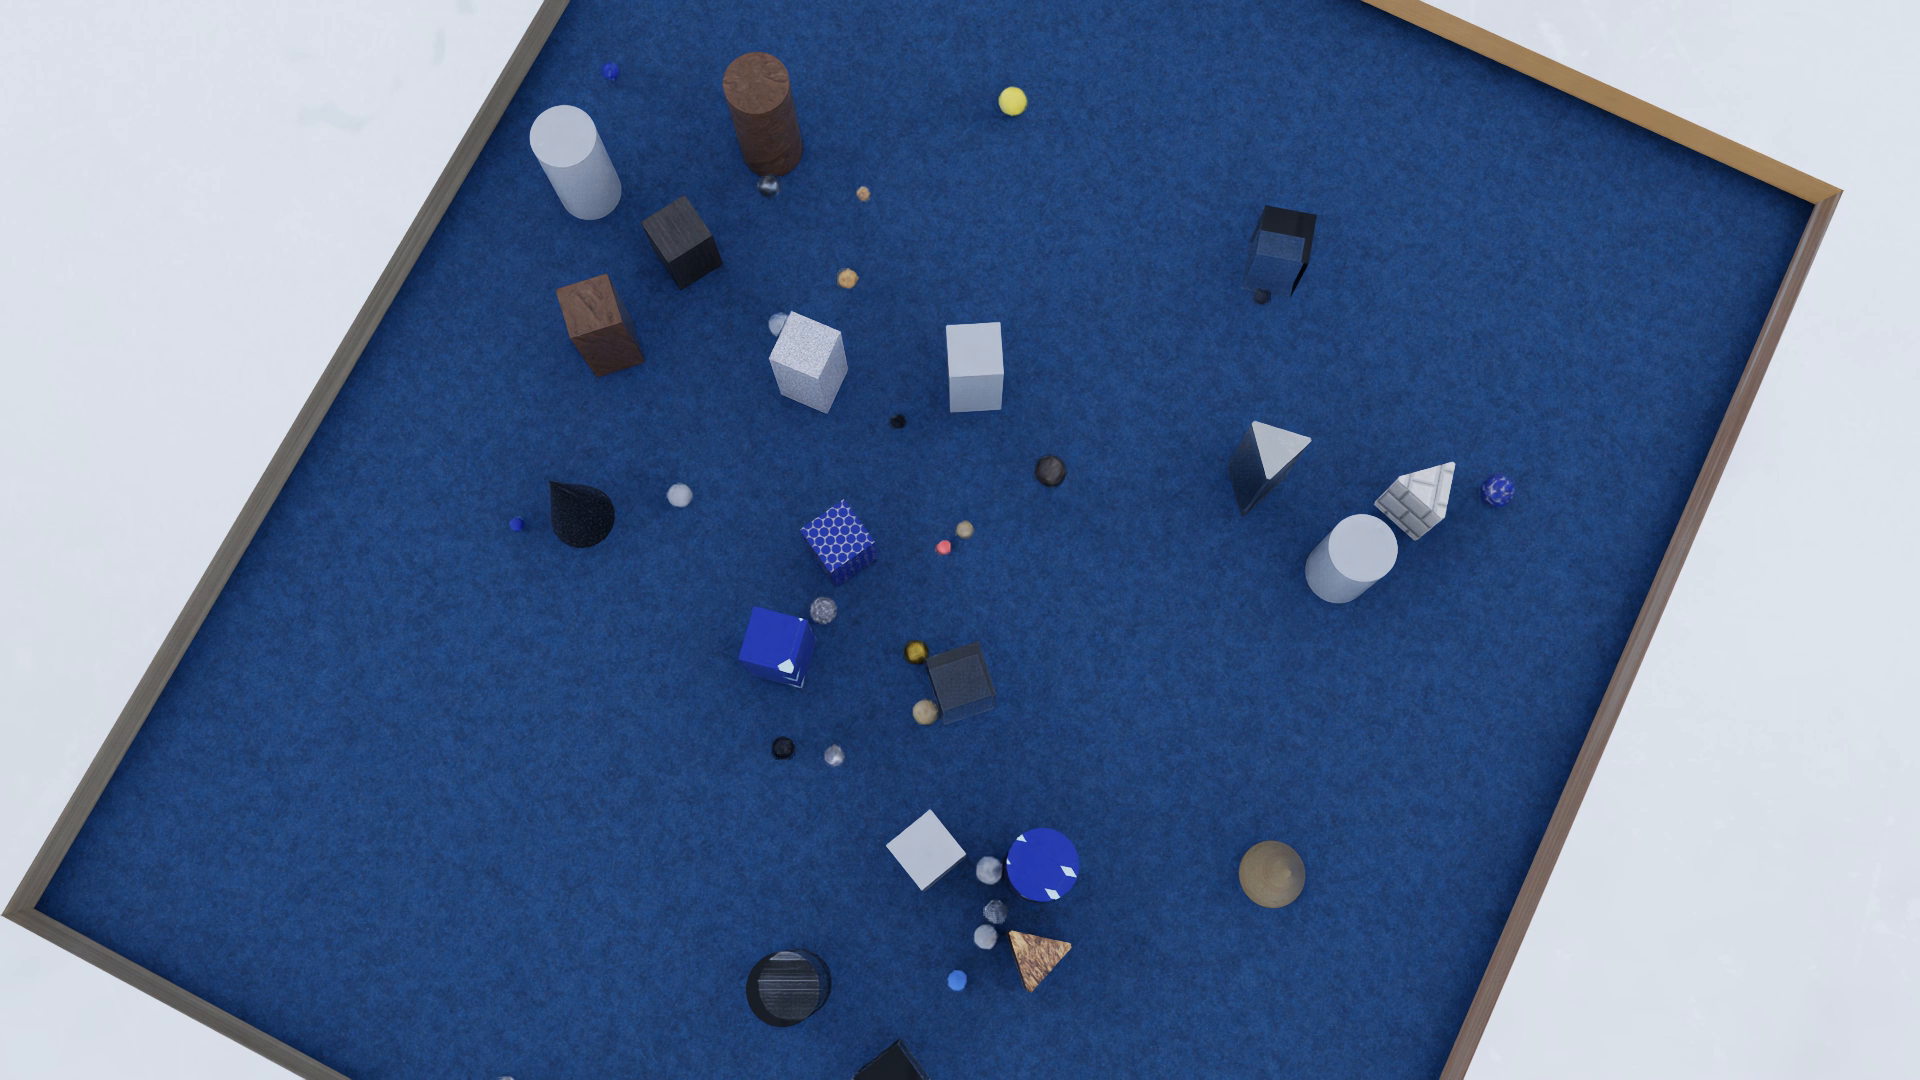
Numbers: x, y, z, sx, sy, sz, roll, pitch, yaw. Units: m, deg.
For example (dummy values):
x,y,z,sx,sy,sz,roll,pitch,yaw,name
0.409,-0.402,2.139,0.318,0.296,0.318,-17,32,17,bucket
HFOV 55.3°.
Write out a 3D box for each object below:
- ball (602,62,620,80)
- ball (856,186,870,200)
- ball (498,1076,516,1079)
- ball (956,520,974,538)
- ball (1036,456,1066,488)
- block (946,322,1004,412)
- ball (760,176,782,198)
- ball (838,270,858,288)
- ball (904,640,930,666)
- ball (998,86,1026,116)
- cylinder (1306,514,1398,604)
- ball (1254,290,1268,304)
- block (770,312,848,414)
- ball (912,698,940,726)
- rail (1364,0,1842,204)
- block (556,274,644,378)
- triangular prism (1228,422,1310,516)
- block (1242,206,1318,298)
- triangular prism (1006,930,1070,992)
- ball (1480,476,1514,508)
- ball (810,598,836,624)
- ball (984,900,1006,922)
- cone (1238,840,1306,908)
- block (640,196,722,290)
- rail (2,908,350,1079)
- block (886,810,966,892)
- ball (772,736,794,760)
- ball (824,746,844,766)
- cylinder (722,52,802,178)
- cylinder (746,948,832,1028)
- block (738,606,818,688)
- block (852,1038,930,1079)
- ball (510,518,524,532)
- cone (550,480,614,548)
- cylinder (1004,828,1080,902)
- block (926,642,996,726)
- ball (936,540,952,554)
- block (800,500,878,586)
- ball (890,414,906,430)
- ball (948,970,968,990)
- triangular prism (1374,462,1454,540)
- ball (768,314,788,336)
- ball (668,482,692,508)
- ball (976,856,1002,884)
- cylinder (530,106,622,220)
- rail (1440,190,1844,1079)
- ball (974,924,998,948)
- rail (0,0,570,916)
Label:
x,y,z,sx,sy,sz,roll,pitch,yaw,name
-1.124,-1.510,5.902,0.054,0.054,0.054,0,78,0,ball
-0.308,-1.102,5.823,0.042,0.042,0.042,0,78,0,ball
-1.302,1.571,5.257,0.068,0.068,0.068,0,78,0,ball
0.015,-0.031,5.595,0.055,0.055,0.055,0,78,0,ball
0.278,-0.209,5.612,0.095,0.095,0.095,0,78,0,ball
0.043,-0.517,5.529,0.158,0.380,0.158,-4,78,-1,block
-0.602,-1.120,5.813,0.069,0.069,0.069,0,78,0,ball
-0.352,-0.819,5.755,0.062,0.062,0.062,0,78,0,ball
-0.130,0.338,5.508,0.076,0.076,0.076,0,78,0,ball
0.167,-1.403,5.861,0.089,0.089,0.089,0,78,0,ball
1.153,0.059,5.418,0.198,0.364,0.198,0,78,0,cylinder
0.945,-0.762,5.750,0.047,0.047,0.047,0,78,0,ball
-0.453,-0.531,5.535,0.158,0.376,0.158,23,79,5,block
-0.102,0.513,5.463,0.079,0.079,0.079,0,78,0,ball
0.984,-1.920,5.947,3.939,0.128,0.045,26,80,5,rail
-1.085,-0.645,5.549,0.158,0.394,0.158,-18,79,-4,block
0.880,-0.232,5.417,0.171,0.485,0.148,-42,81,-8,triangular prism
0.979,-0.885,5.642,0.158,0.309,0.158,11,79,2,block
0.192,1.158,5.189,0.148,0.368,0.171,42,81,8,triangular prism
1.641,-0.149,5.597,0.099,0.099,0.099,0,78,0,ball
-0.413,0.214,5.531,0.081,0.081,0.081,0,78,0,ball
0.104,1.085,5.359,0.064,0.064,0.064,0,78,0,ball
0.922,0.955,5.259,0.198,0.314,0.198,0,78,0,cone
-0.860,-0.919,5.680,0.158,0.249,0.158,-34,80,-7,block
-0.984,1.933,5.150,3.939,0.128,0.045,26,80,5,rail
-0.094,0.894,5.249,0.158,0.357,0.158,-39,81,-7,block
-0.527,0.619,5.455,0.066,0.066,0.066,0,78,0,ball
-0.374,0.641,5.453,0.060,0.060,0.060,0,78,0,ball
-0.602,-1.302,5.644,0.198,0.475,0.198,0,78,0,cylinder
-0.473,1.246,5.120,0.198,0.467,0.198,0,78,0,cylinder
-0.530,0.318,5.368,0.158,0.357,0.158,15,79,3,block
-0.187,1.521,5.150,0.158,0.297,0.158,-36,81,-7,block
-1.353,-0.048,5.604,0.044,0.044,0.044,0,78,0,ball
-1.159,-0.120,5.401,0.198,0.471,0.198,0,78,0,cone
0.226,0.927,5.198,0.198,0.443,0.198,0,78,0,cylinder
0.002,0.421,5.338,0.158,0.375,0.158,-18,79,-4,block
-0.048,0.022,5.589,0.044,0.044,0.044,0,78,0,ball
-0.360,0.012,5.491,0.158,0.242,0.158,-35,80,-7,block
-0.191,-0.366,5.668,0.048,0.048,0.048,0,78,0,ball
-0.008,1.279,5.323,0.057,0.057,0.057,0,78,0,ball
1.388,-0.141,5.482,0.171,0.320,0.148,43,82,8,triangular prism
-0.560,-0.671,5.718,0.073,0.073,0.073,0,78,0,ball
-0.858,-0.137,5.607,0.075,0.075,0.075,0,78,0,ball
0.086,0.968,5.375,0.080,0.080,0.080,0,78,0,ball
-1.178,-1.156,5.643,0.198,0.418,0.198,0,78,0,cylinder
1.741,0.859,5.372,0.045,0.128,4.446,26,80,5,rail
0.075,1.156,5.342,0.070,0.070,0.070,0,78,0,ball
-1.741,-0.845,5.725,0.045,0.128,4.446,26,80,5,rail
